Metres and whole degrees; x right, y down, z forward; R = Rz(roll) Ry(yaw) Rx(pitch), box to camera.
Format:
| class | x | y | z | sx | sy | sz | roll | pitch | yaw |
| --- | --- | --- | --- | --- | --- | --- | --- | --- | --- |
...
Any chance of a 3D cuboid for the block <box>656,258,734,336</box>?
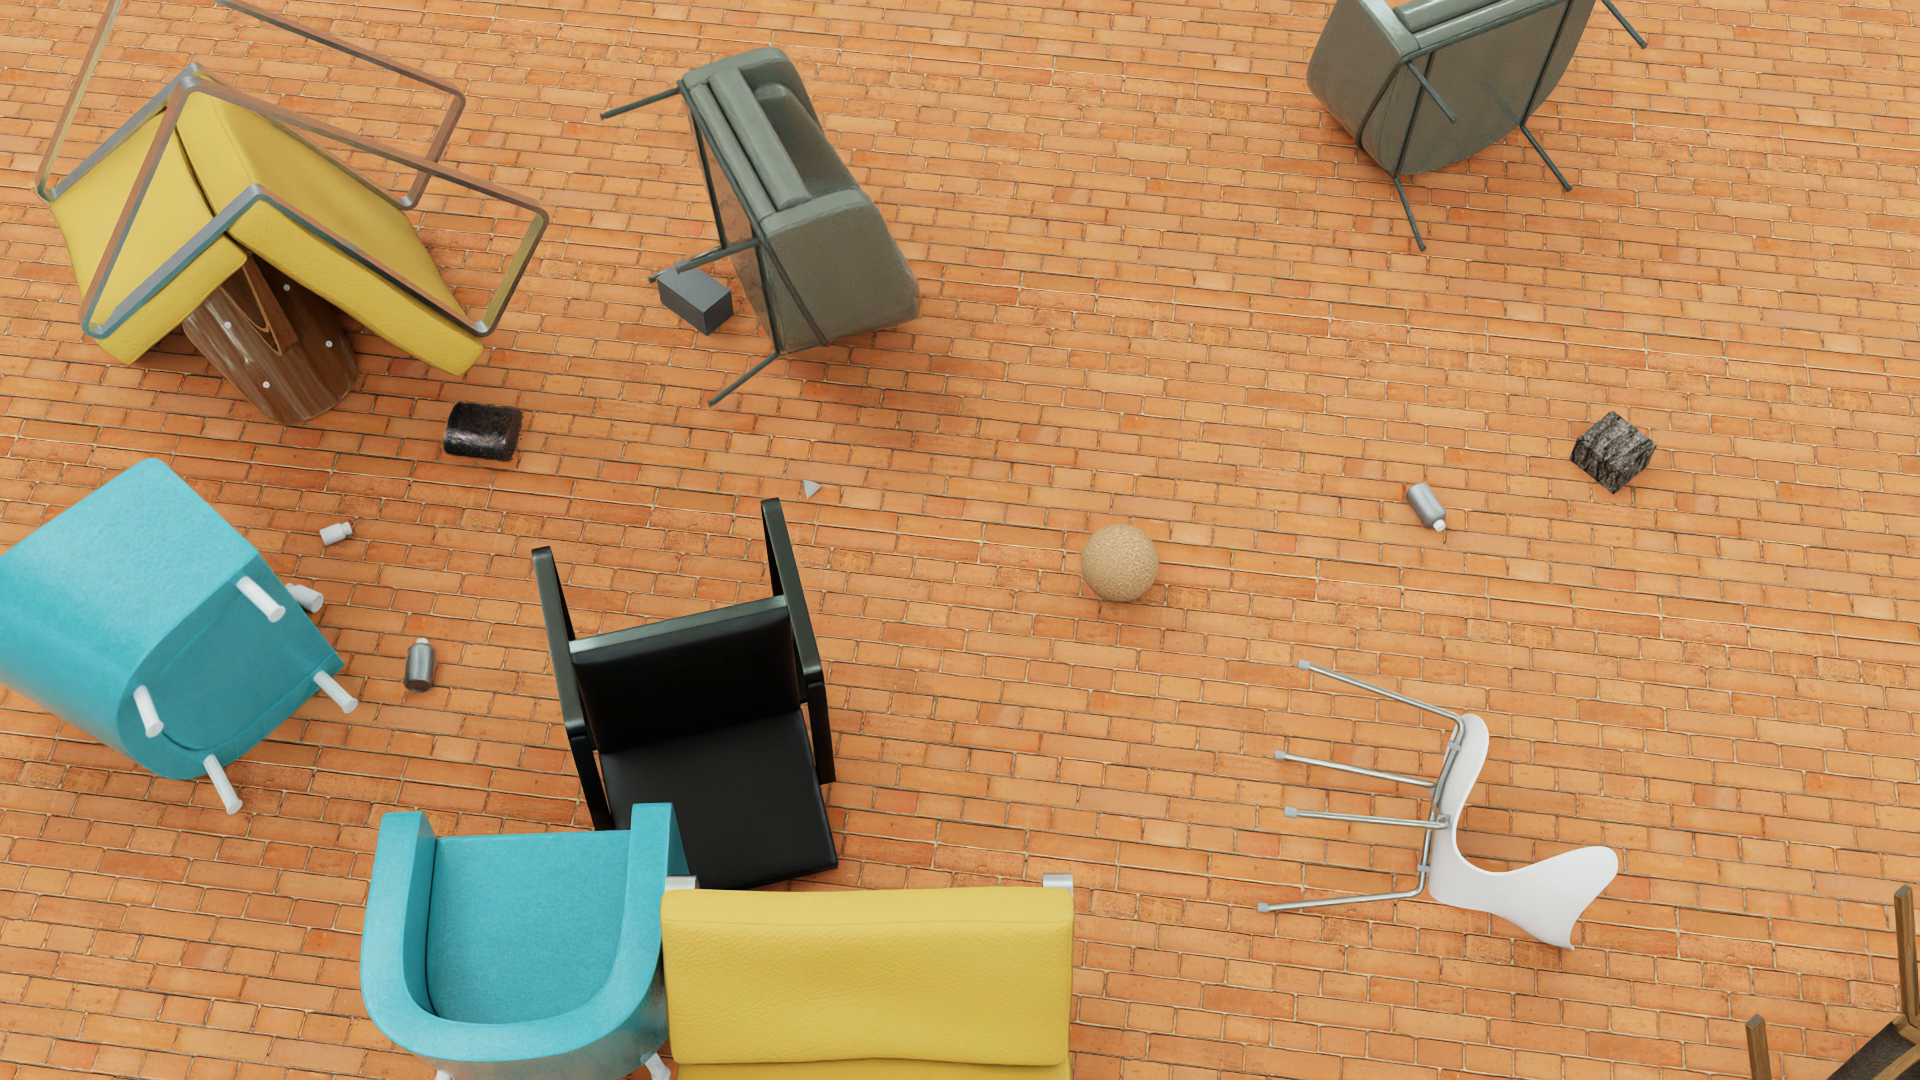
| class | x | y | z | sx | sy | sz | roll | pitch | yaw |
| --- | --- | --- | --- | --- | --- | --- | --- | --- | --- |
| block | -0.845 | -0.778 | 7.025 | 0.211 | 0.118 | 0.121 | 37 | 63 | 22 |

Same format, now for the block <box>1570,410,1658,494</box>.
| class | x | y | z | sx | sy | sz | roll | pitch | yaw |
| --- | --- | --- | --- | --- | --- | --- | --- | --- | --- |
| block | 1.985 | -0.268 | 6.687 | 0.163 | 0.110 | 0.174 | -36 | 63 | -21 |

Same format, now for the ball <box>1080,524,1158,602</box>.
| class | x | y | z | sx | sy | sz | roll | pitch | yaw |
| --- | --- | --- | --- | --- | --- | --- | --- | --- | --- |
| ball | 0.464 | 0.066 | 6.392 | 0.228 | 0.228 | 0.228 | 0 | 56 | 0 |
